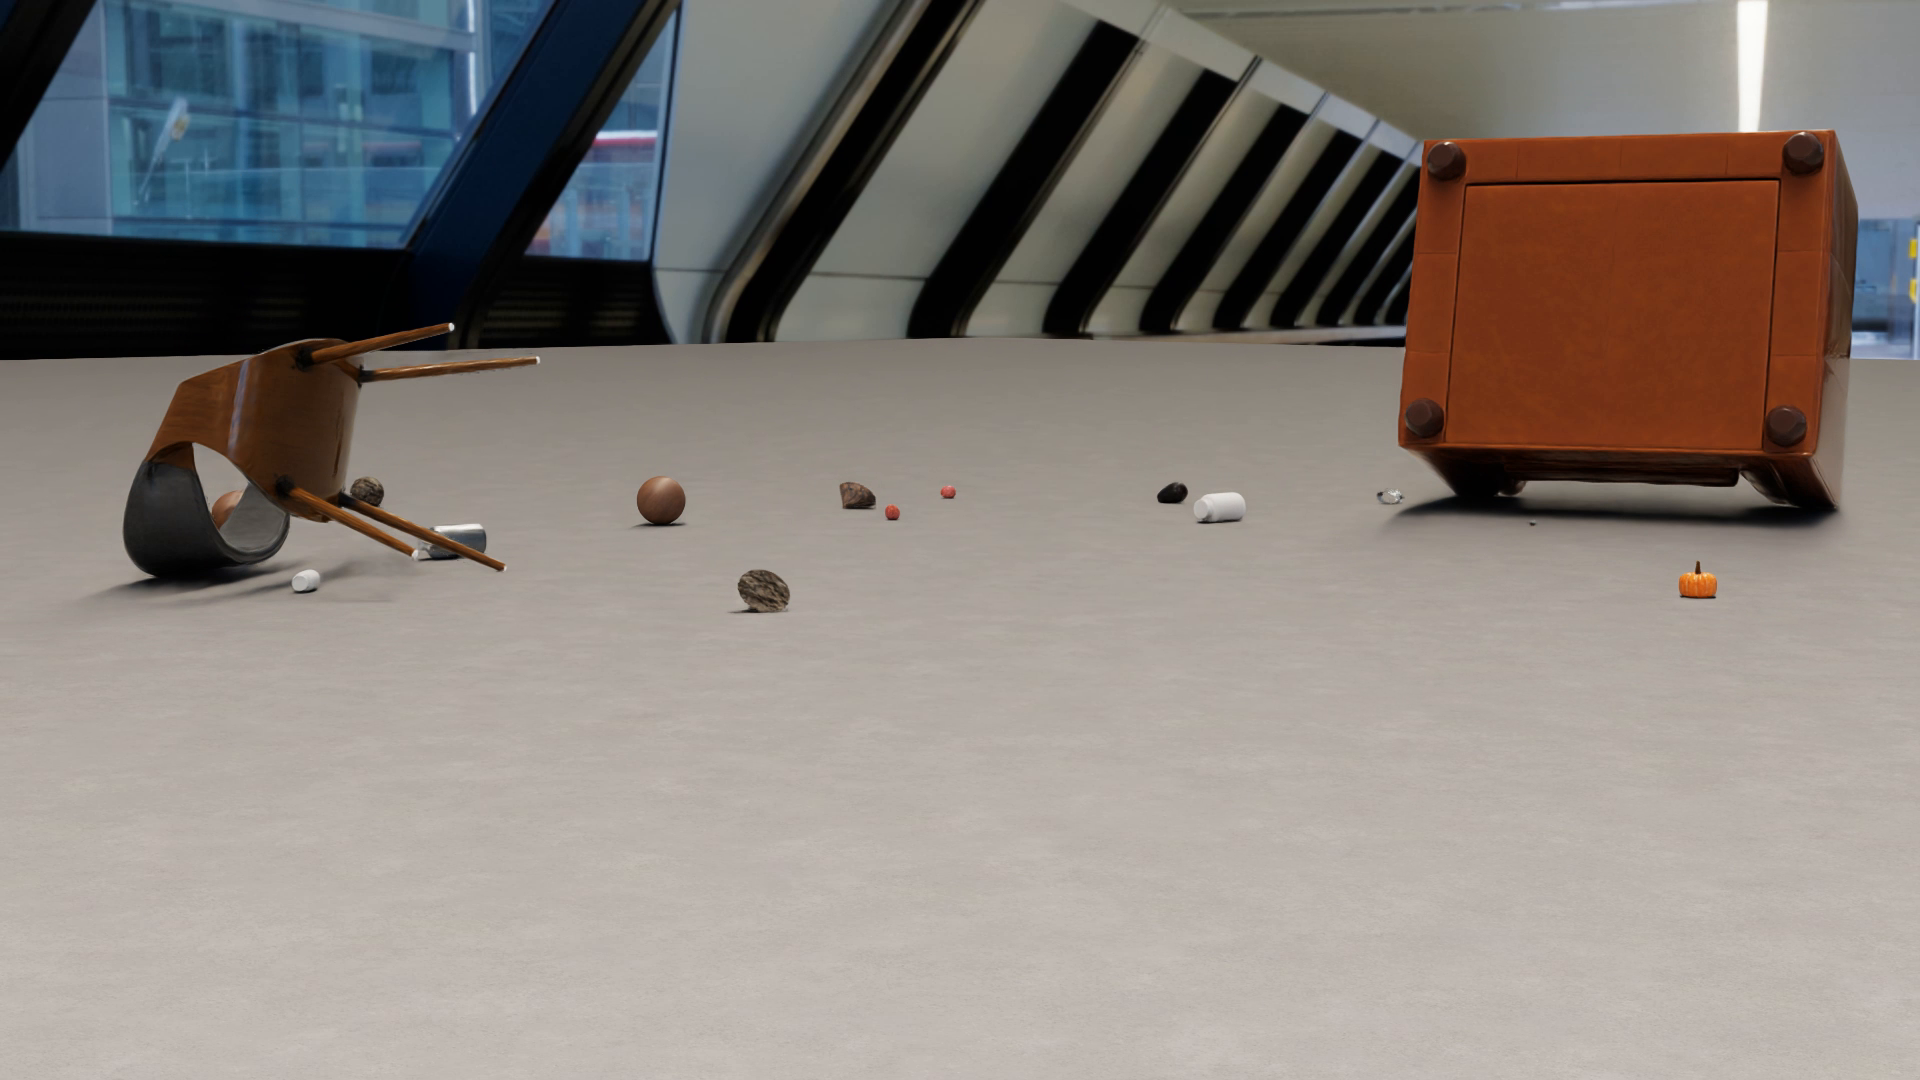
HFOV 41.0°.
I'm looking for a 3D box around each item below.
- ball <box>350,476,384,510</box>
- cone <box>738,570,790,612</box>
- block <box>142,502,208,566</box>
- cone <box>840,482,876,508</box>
[{"bbox_3d":[-1.676,-0.133,7.250,0.093,0.093,0.093,0,6,0],"label":"ball"},{"bbox_3d":[-0.395,0.116,5.090,0.106,0.082,0.111,24,-19,-4],"label":"cone"},{"bbox_3d":[-1.806,-0.014,5.907,0.109,0.132,0.099,-5,8,-41],"label":"block"},{"bbox_3d":[-0.312,-0.109,7.292,0.158,0.089,0.064,4,41,50],"label":"cone"}]
